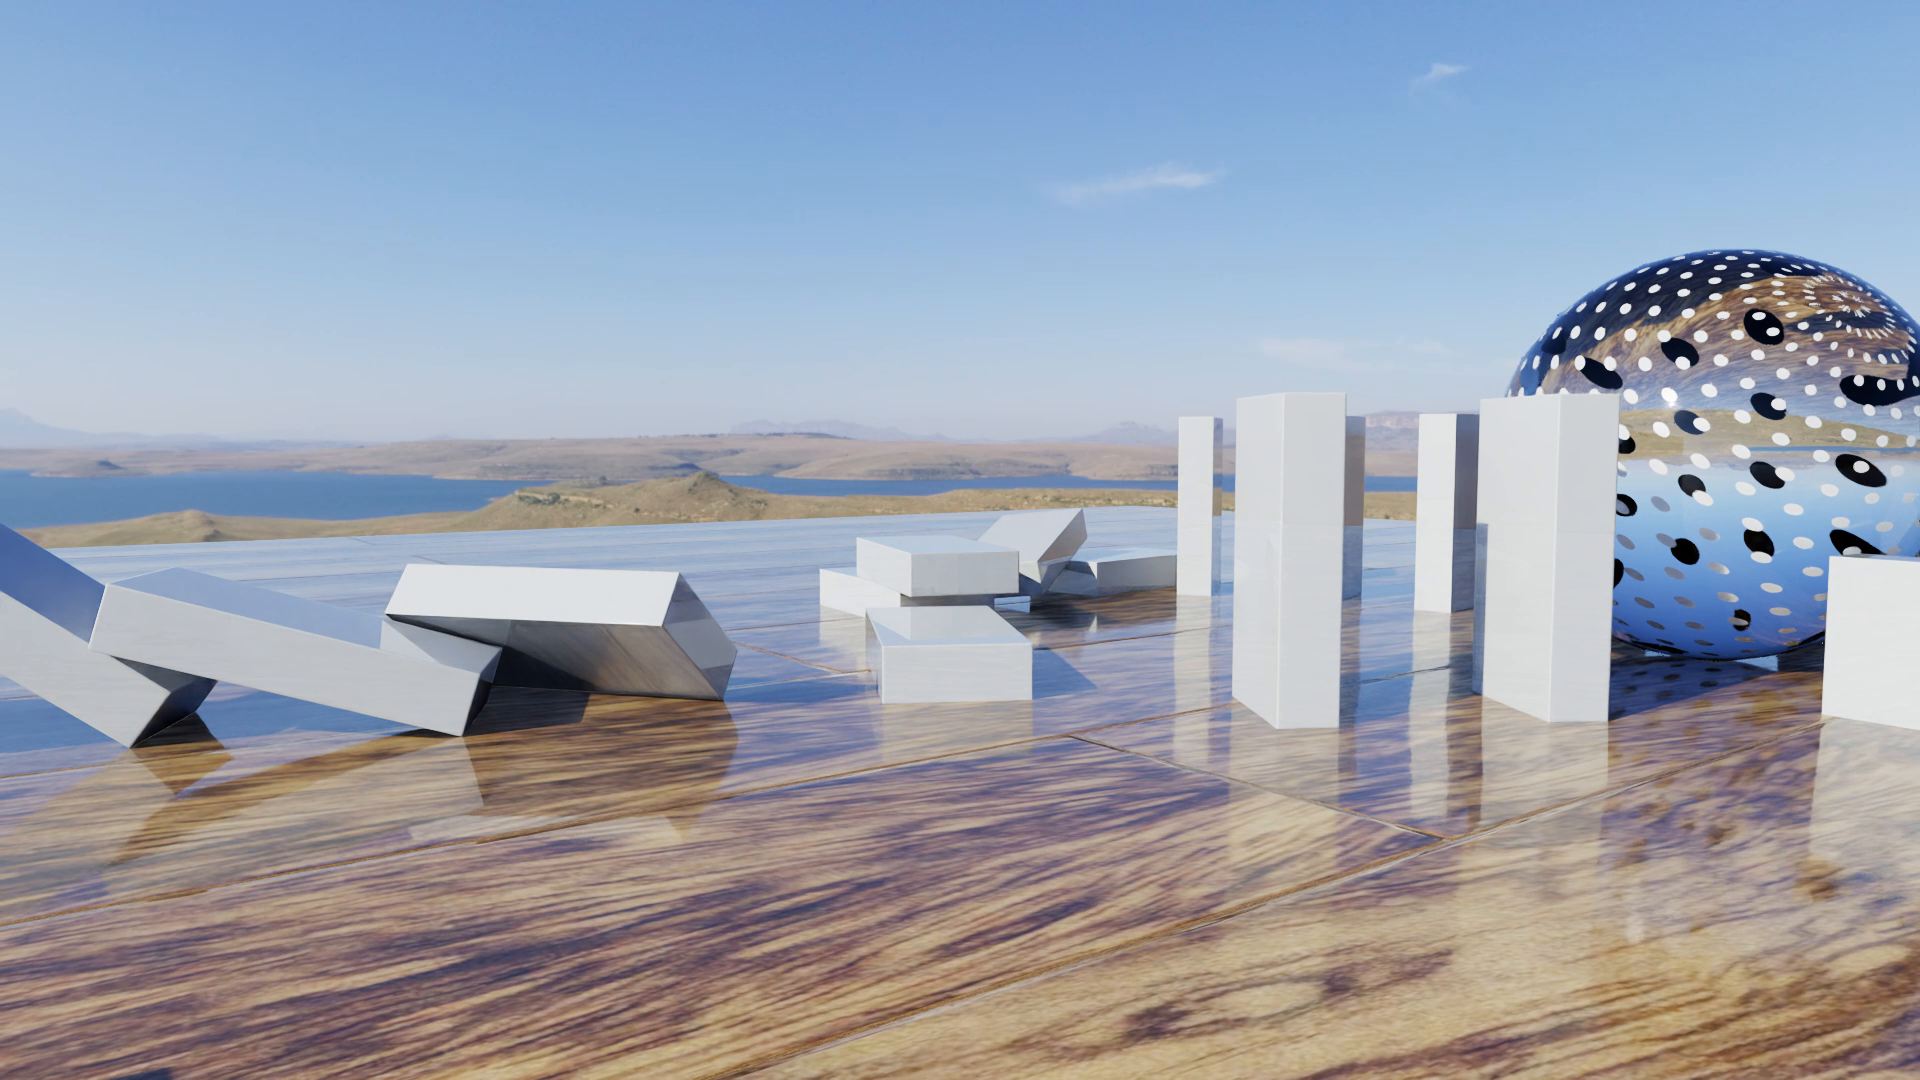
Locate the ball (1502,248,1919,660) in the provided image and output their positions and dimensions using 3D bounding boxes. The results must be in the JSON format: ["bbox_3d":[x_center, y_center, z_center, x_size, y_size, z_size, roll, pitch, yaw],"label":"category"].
[{"bbox_3d":[0.147,-0.016,0.252,0.080,0.080,0.080,0,4,0],"label":"ball"}]

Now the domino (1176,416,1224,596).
[{"bbox_3d":[0.069,-0.010,0.369,0.009,0.050,0.025,1,4,17],"label":"domino"}]

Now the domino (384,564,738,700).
[{"bbox_3d":[-0.065,0.015,0.213,0.050,0.009,0.025,1,-33,16],"label":"domino"}]

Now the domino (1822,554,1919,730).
[{"bbox_3d":[0.153,0.016,0.182,0.009,0.025,0.050,-3,5,-31],"label":"domino"}]

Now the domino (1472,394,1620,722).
[{"bbox_3d":[0.094,0.002,0.207,0.009,0.050,0.025,0,4,-4],"label":"domino"}]

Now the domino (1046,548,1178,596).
[{"bbox_3d":[0.047,0.009,0.384,0.050,0.009,0.025,-4,6,-45],"label":"domino"}]

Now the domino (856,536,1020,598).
[{"bbox_3d":[-0.006,0.006,0.304,0.025,0.010,0.050,-1,5,-18],"label":"domino"}]

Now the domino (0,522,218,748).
[{"bbox_3d":[-0.136,0.010,0.186,0.050,0.009,0.025,36,-4,-13],"label":"domino"}]

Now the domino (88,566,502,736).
[{"bbox_3d":[-0.097,0.016,0.193,0.050,0.009,0.025,16,1,-13],"label":"domino"}]

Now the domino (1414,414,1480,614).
[{"bbox_3d":[0.129,-0.007,0.333,0.009,0.050,0.025,4,6,44],"label":"domino"}]

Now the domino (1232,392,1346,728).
[{"bbox_3d":[0.051,0.002,0.203,0.009,0.050,0.025,0,4,-3],"label":"domino"}]

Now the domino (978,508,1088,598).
[{"bbox_3d":[0.018,0.003,0.364,0.025,0.009,0.050,-5,16,21],"label":"domino"}]

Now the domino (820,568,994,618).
[{"bbox_3d":[-0.014,0.014,0.324,0.025,0.009,0.050,-2,5,-28],"label":"domino"}]

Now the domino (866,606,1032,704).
[{"bbox_3d":[-0.004,0.020,0.236,0.025,0.010,0.050,-1,4,-7],"label":"domino"}]

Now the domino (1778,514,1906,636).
[{"bbox_3d":[0.209,0.007,0.303,0.050,0.025,0.010,-3,5,-39],"label":"domino"}]

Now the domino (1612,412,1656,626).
[{"bbox_3d":[0.153,-0.005,0.305,0.025,0.050,0.009,-3,5,-32],"label":"domino"}]

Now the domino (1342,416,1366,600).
[{"bbox_3d":[0.103,-0.009,0.354,0.009,0.050,0.025,3,5,33],"label":"domino"}]
